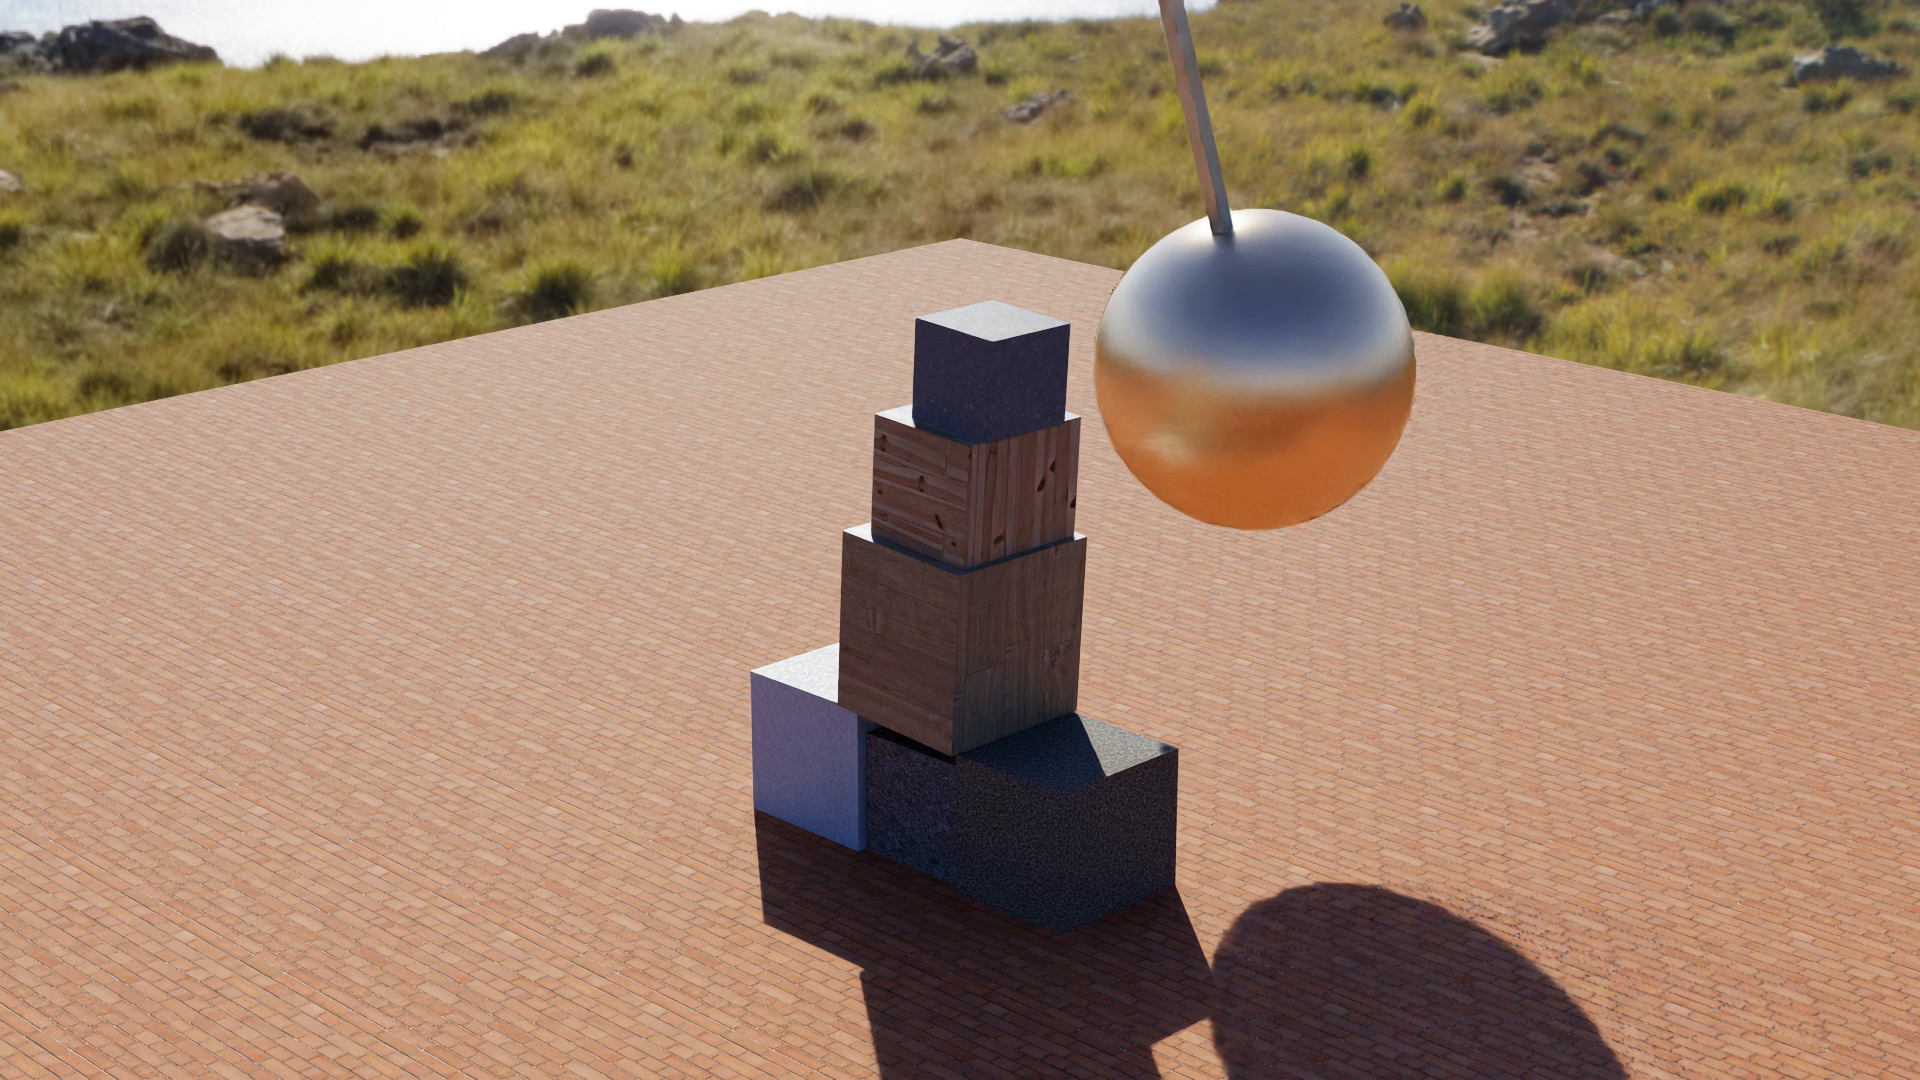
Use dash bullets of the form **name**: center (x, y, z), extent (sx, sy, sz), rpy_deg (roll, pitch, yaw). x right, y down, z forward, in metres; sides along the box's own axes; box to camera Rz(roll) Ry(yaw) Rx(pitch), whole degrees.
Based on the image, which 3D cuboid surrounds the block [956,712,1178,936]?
- **block**: center (0.481, 1.263, 13.213), extent (0.760, 0.667, 0.653), rpy_deg (-17, 24, -42)

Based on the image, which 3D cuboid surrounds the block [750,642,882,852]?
- **block**: center (-0.446, 0.953, 14.134), extent (0.825, 0.706, 0.746), rpy_deg (-17, 24, -42)

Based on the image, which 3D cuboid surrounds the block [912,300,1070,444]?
- **block**: center (0.135, -0.746, 12.928), extent (0.487, 0.461, 0.475), rpy_deg (-17, 27, -42)

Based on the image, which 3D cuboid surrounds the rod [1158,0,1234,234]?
- **rod**: center (0.636, -3.640, 12.864), extent (0.080, 5.200, 0.080), rpy_deg (17, 44, 42)

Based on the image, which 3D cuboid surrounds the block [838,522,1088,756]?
- **block**: center (0.006, 0.373, 13.427), extent (0.821, 0.859, 0.748), rpy_deg (-17, 27, -42)

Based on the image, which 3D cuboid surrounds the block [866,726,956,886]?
- **block**: center (0.041, 1.159, 13.680), extent (0.723, 0.585, 0.623), rpy_deg (-17, 24, -42)

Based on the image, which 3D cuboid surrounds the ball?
- **ball**: center (1.467, -0.846, 14.613), extent (1.600, 1.600, 1.600), rpy_deg (0, 17, 0)

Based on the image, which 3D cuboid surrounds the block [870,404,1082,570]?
- **block**: center (0.070, -0.291, 13.174), extent (0.712, 0.567, 0.592), rpy_deg (-17, 27, -42)
